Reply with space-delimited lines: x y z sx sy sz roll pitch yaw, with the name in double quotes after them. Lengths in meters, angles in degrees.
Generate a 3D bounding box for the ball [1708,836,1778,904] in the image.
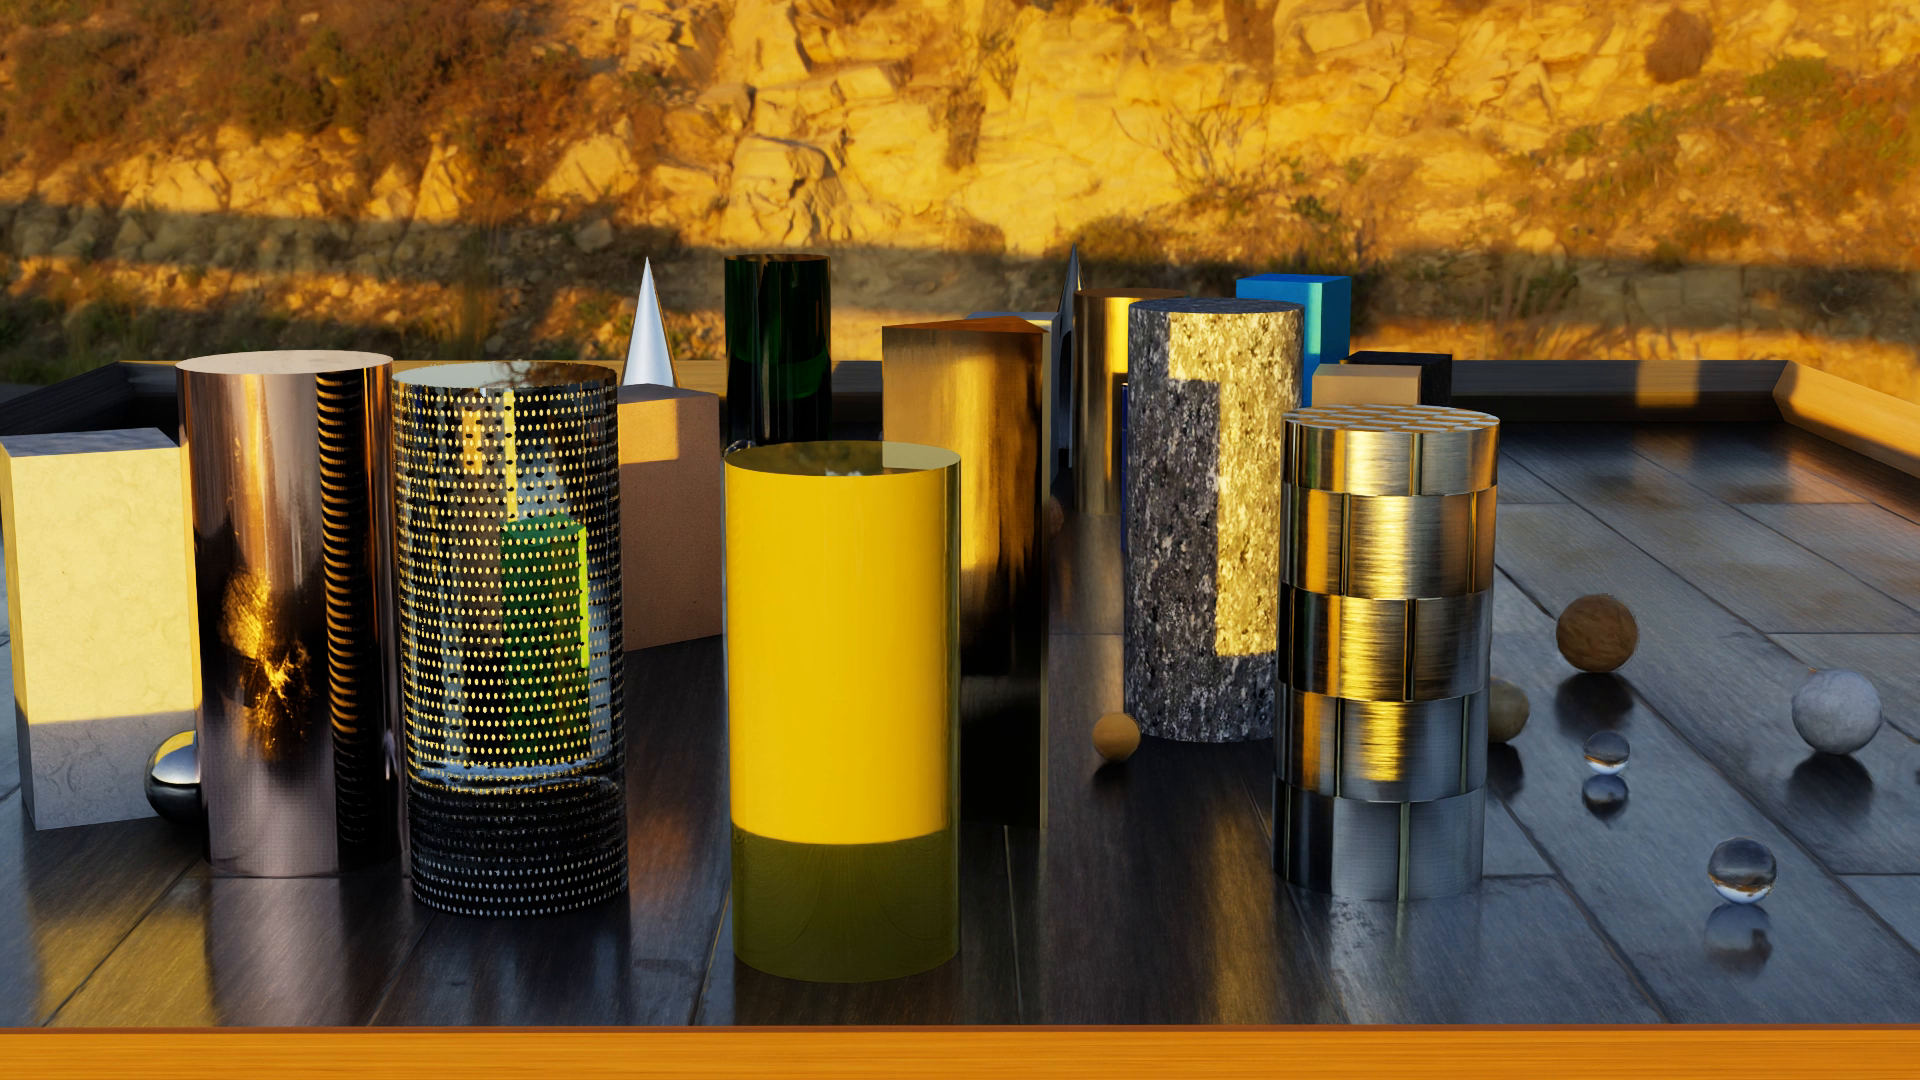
0.687 0.290 2.250 0.059 0.059 0.059 0 11 0 "ball"

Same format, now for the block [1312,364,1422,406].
0.610 -0.120 3.864 0.153 0.273 0.153 2 11 12 "block"

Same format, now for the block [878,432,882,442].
-0.027 0.000 3.264 0.153 0.257 0.153 0 11 1 "block"

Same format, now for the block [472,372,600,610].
-0.573 -0.068 3.503 0.153 0.304 0.153 -1 11 -3 "block"

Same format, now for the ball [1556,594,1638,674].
0.768 0.113 3.096 0.096 0.096 0.096 0 11 0 "ball"

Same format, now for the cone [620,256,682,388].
-0.532 -0.285 4.400 0.192 0.403 0.192 0 11 0 "cone"

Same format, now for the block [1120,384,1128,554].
0.340 -0.099 3.804 0.153 0.255 0.153 -4 11 -18 "block"

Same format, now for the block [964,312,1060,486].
0.092 -0.252 4.535 0.153 0.288 0.153 1 11 7 "block"

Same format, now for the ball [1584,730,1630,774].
0.671 0.220 2.658 0.047 0.047 0.047 0 11 0 "ball"

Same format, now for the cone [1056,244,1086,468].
0.209 -0.350 4.738 0.192 0.406 0.192 0 11 0 "cone"

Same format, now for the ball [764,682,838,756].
-0.168 0.191 2.726 0.079 0.079 0.079 0 11 0 "ball"

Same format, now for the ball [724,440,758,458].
-0.382 -0.142 4.534 0.072 0.072 0.072 0 11 0 "ball"

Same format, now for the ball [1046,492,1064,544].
0.115 -0.034 3.914 0.086 0.086 0.086 0 11 0 "ball"

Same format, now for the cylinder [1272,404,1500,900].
0.382 0.096 2.315 0.192 0.416 0.192 0 11 0 "cylinder"

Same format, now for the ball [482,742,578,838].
-0.409 0.238 2.438 0.091 0.091 0.091 0 11 0 "ball"

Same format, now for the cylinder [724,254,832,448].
-0.329 -0.321 4.651 0.192 0.381 0.192 0 11 0 "cylinder"

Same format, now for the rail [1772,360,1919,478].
1.689 0.030 3.459 0.045 0.125 3.695 0 11 0 "rail"

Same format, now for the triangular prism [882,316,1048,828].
0.028 0.025 2.524 0.166 0.479 0.144 4 11 20 "triangular prism"

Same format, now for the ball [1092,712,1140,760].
0.165 0.208 2.713 0.050 0.050 0.050 0 11 0 "ball"

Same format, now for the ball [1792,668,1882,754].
0.935 0.182 2.734 0.092 0.092 0.092 0 11 0 "ball"

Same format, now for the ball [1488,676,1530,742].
0.581 0.184 2.782 0.072 0.072 0.072 0 11 0 "ball"

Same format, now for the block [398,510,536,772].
-0.553 0.104 2.734 0.153 0.247 0.153 1 11 8 "block"

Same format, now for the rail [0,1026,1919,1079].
0.011 0.366 1.656 3.425 0.125 0.045 0 11 0 "rail"

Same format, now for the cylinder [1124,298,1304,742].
0.279 -0.027 2.837 0.192 0.466 0.192 0 11 0 "cylinder"

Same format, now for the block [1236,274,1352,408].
0.576 -0.274 4.453 0.153 0.361 0.153 5 12 27 "block"

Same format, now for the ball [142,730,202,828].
-0.739 0.230 2.475 0.094 0.094 0.094 0 11 0 "ball"

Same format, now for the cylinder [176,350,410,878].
-0.614 0.063 2.376 0.192 0.458 0.192 0 11 0 "cylinder"

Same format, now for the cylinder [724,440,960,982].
-0.095 0.136 2.114 0.192 0.411 0.192 0 11 0 "cylinder"

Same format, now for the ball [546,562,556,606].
-0.500 0.056 3.402 0.096 0.096 0.096 0 11 0 "ball"

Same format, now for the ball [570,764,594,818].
-0.384 0.245 2.506 0.054 0.054 0.054 0 11 0 "ball"

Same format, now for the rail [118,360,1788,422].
-0.011 -0.301 5.242 3.425 0.125 0.045 0 11 0 "rail"

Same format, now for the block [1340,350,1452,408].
0.712 -0.173 4.205 0.153 0.254 0.153 4 11 21 "block"

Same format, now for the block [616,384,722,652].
-0.415 -0.033 3.293 0.153 0.312 0.153 -9 14 -41 "block"

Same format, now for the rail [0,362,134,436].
-1.689 0.034 3.440 0.045 0.125 3.695 0 11 0 "rail"

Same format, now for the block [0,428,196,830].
-0.851 0.083 2.533 0.153 0.362 0.153 -5 12 -25 "block"

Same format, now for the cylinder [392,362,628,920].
-0.394 0.083 2.261 0.192 0.461 0.192 0 11 0 "cylinder"

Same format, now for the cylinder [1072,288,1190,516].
0.282 -0.231 4.237 0.192 0.355 0.192 0 11 0 "cylinder"
